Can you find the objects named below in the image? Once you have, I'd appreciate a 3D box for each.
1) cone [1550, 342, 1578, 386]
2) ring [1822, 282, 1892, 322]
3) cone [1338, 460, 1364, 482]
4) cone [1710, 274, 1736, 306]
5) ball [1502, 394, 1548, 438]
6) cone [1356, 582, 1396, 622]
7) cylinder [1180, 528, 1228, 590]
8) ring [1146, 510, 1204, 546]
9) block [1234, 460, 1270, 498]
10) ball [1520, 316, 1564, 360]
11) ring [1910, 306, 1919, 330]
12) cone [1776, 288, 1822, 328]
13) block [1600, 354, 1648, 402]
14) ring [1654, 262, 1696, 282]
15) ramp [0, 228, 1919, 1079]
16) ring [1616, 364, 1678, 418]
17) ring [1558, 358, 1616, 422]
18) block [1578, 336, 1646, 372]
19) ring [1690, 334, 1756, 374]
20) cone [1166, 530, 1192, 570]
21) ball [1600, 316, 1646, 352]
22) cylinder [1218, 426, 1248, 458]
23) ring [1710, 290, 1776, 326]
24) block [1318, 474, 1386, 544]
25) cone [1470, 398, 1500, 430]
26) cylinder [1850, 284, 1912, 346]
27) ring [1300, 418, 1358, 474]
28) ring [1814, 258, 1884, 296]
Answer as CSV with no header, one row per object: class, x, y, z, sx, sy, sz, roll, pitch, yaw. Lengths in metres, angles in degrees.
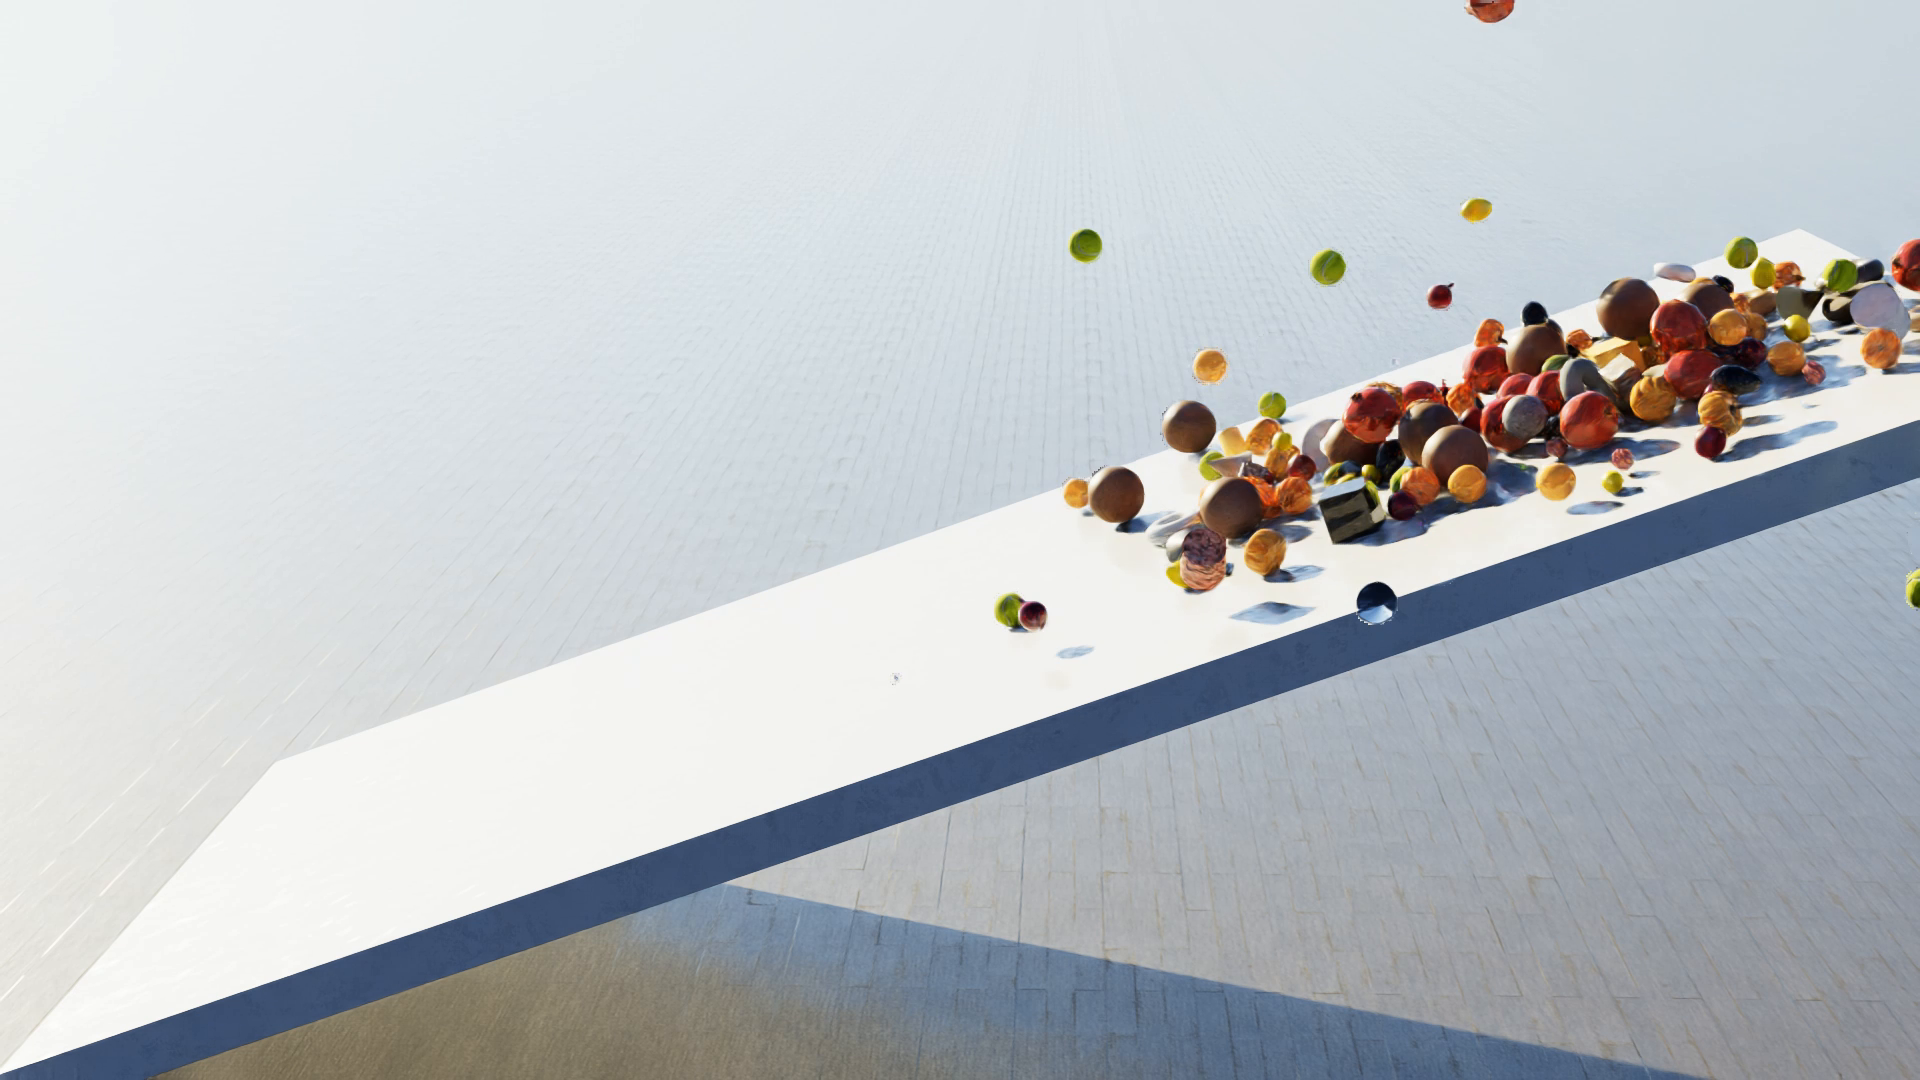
cone,1.315,-0.369,6.394,0.090,0.090,0.090,43,3,-3
ring,1.836,-0.488,6.014,0.148,0.049,0.148,-20,10,4
cone,0.821,-0.141,6.100,0.055,0.055,0.055,-3,-3,-14
cone,1.690,-0.561,6.538,0.067,0.067,0.067,-19,1,0
ball,1.115,-0.244,5.807,0.088,0.088,0.088,0,13,0
cone,0.740,0.113,5.171,0.072,0.072,0.072,5,-5,22
cylinder,0.461,0.037,5.567,0.085,0.085,0.085,-1,56,1
ring,0.460,-0.027,6.281,0.131,0.044,0.131,-21,10,4
block,0.624,-0.132,6.299,0.054,0.054,0.054,20,-13,0
ball,1.317,-0.456,6.651,0.097,0.097,0.097,0,13,0
ring,1.886,-0.436,5.718,0.106,0.035,0.106,-20,10,4
cone,1.745,-0.495,6.046,0.093,0.093,0.093,-6,-18,-25
block,1.315,-0.322,5.827,0.058,0.058,0.058,-40,29,3
ring,1.437,-0.538,5.910,0.086,0.029,0.086,12,1,0
ramp,0.115,0.177,6.298,4.000,0.100,2.000,-19,11,6
ring,1.370,-0.297,5.868,0.135,0.045,0.135,-40,10,9
ring,1.262,-0.303,5.918,0.139,0.139,0.046,-12,-16,-42
block,1.358,-0.357,6.107,0.097,0.097,0.097,-21,11,-6
ring,1.555,-0.378,5.994,0.141,0.047,0.141,-22,11,4
cone,0.457,0.013,5.927,0.083,0.083,0.083,1,-12,4
ball,1.433,-0.435,6.349,0.097,0.097,0.097,0,13,0
cylinder,0.611,-0.217,6.583,0.052,0.052,0.052,-5,55,-23
ring,1.687,-0.499,6.331,0.146,0.049,0.146,-19,11,4
block,0.769,-0.060,5.766,0.093,0.093,0.093,-16,12,24
cone,1.106,-0.276,6.256,0.066,0.066,0.066,-20,11,4
cylinder,1.771,-0.433,5.658,0.093,0.093,0.093,9,-14,35
ring,0.792,-0.202,6.322,0.124,0.124,0.041,4,3,15
ring,1.891,-0.560,6.253,0.148,0.049,0.148,-20,10,4
